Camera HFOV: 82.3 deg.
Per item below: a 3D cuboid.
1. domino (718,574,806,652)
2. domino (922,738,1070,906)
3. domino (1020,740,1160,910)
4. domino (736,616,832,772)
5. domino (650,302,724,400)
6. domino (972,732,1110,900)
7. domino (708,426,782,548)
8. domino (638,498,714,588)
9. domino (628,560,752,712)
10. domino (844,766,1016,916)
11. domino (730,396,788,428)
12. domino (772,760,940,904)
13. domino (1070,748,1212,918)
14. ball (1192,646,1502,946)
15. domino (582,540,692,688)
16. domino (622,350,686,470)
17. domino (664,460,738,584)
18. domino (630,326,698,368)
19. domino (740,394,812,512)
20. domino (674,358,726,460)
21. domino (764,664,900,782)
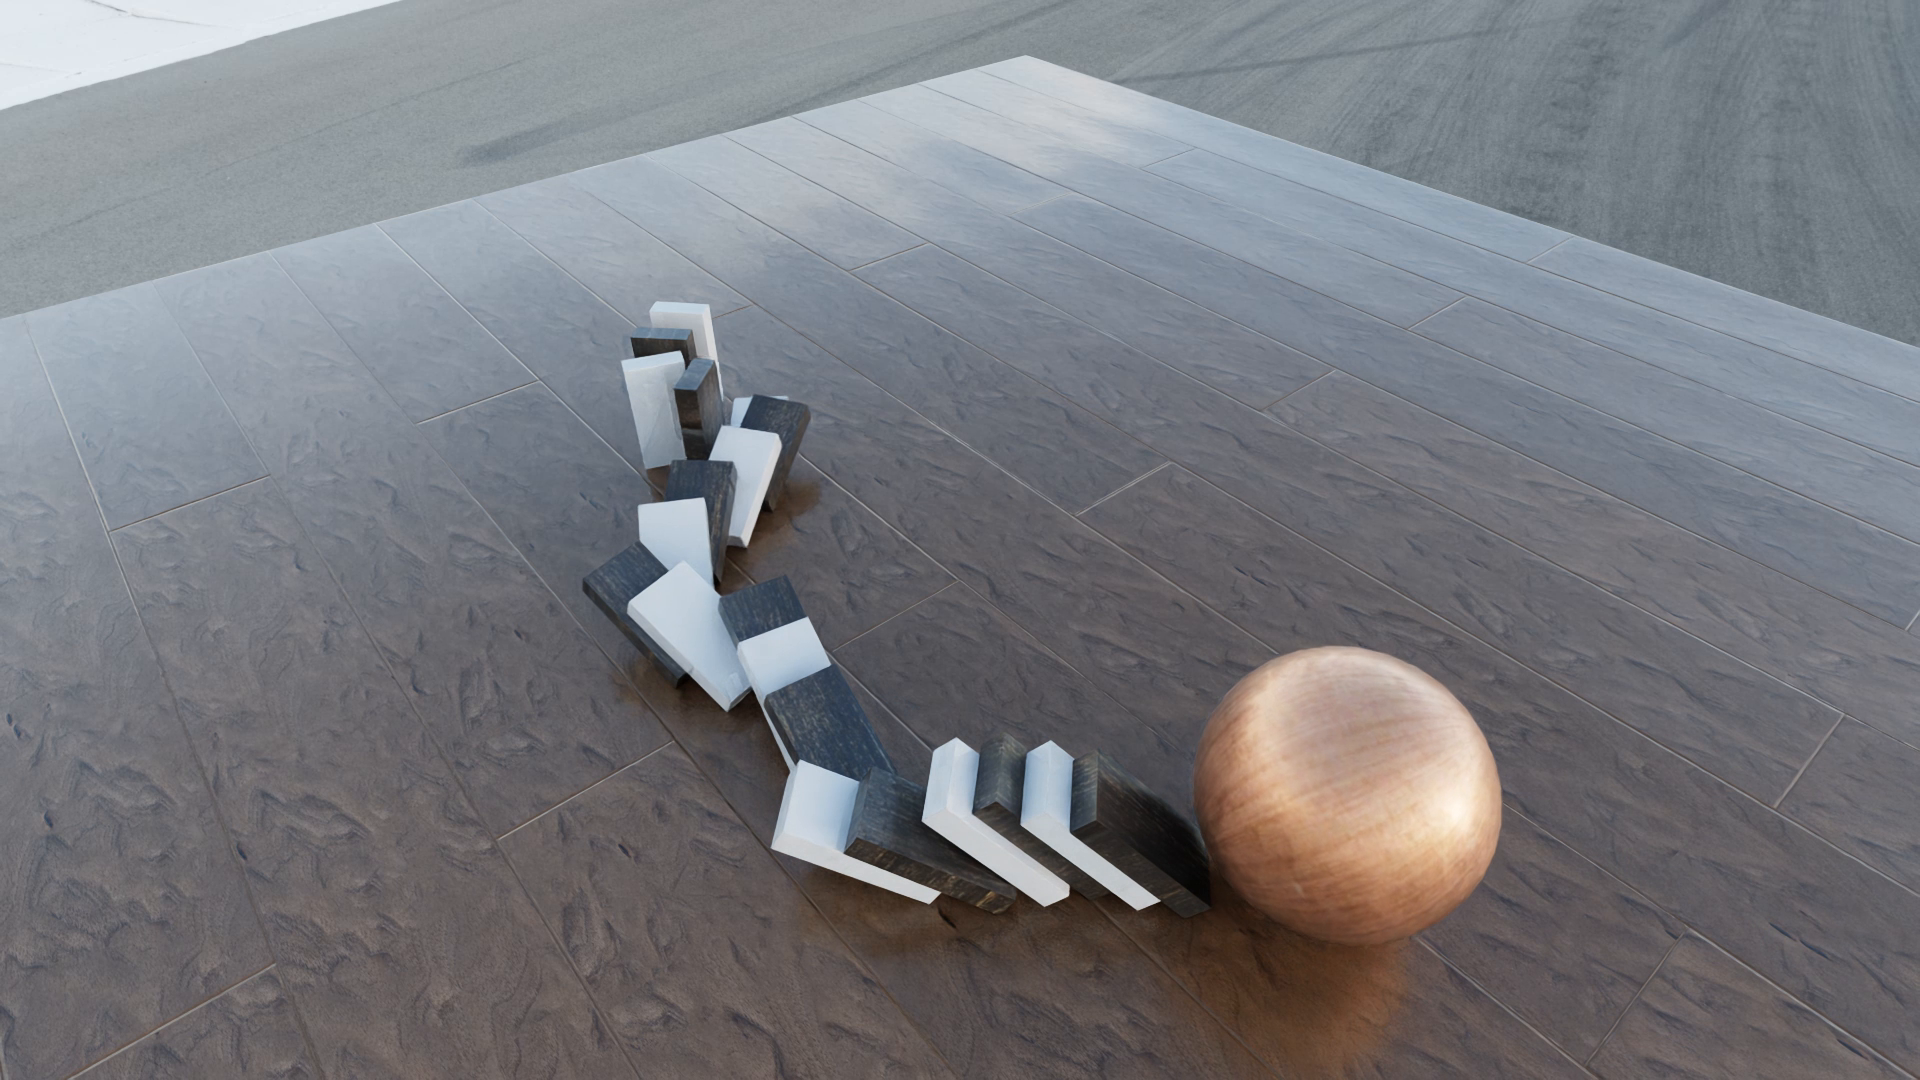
[{"bbox_3d":[-0.062,0.039,0.379,0.025,0.009,0.050,-20,69,-25],"label":"domino"},{"bbox_3d":[0.012,0.082,0.318,0.009,0.050,0.025,-35,27,31],"label":"domino"},{"bbox_3d":[0.039,0.083,0.317,0.050,0.010,0.025,40,34,-23],"label":"domino"},{"bbox_3d":[-0.052,0.053,0.363,0.025,0.010,0.050,-20,69,-24],"label":"domino"},{"bbox_3d":[-0.128,-0.087,0.517,0.025,0.050,0.010,4,40,5],"label":"domino"},{"bbox_3d":[0.026,0.080,0.320,0.050,0.010,0.025,41,34,-22],"label":"domino"},{"bbox_3d":[-0.094,-0.023,0.456,0.025,0.010,0.050,9,63,10],"label":"domino"},{"bbox_3d":[-0.107,0.009,0.417,0.025,0.009,0.050,-7,64,-9],"label":"domino"},{"bbox_3d":[-0.089,0.033,0.385,0.050,0.010,0.025,43,56,7],"label":"domino"},{"bbox_3d":[-0.007,0.087,0.320,0.050,0.010,0.025,25,38,-13],"label":"domino"},{"bbox_3d":[-0.092,-0.048,0.502,0.025,0.010,0.050,-3,39,-3],"label":"domino"},{"bbox_3d":[-0.028,0.085,0.322,0.050,0.010,0.025,24,38,-14],"label":"domino"},{"bbox_3d":[0.052,0.084,0.315,0.050,0.009,0.025,40,34,-23],"label":"domino"},{"bbox_3d":[0.105,0.069,0.303,0.080,0.080,0.080,0,39,0],"label":"ball"},{"bbox_3d":[-0.108,0.026,0.393,0.050,0.009,0.025,44,56,8],"label":"domino"},{"bbox_3d":[-0.130,-0.056,0.480,0.025,0.050,0.009,-13,41,-16],"label":"domino"},{"bbox_3d":[-0.105,-0.008,0.437,0.025,0.010,0.050,2,64,2],"label":"domino"},{"bbox_3d":[-0.131,-0.071,0.499,0.025,0.050,0.009,3,39,4],"label":"domino"},{"bbox_3d":[-0.085,-0.038,0.474,0.025,0.009,0.050,12,64,10],"label":"domino"},{"bbox_3d":[-0.110,-0.050,0.472,0.010,0.050,0.025,6,40,6],"label":"domino"},{"bbox_3d":[-0.039,0.067,0.347,0.025,0.010,0.050,-23,69,-26],"label":"domino"}]
